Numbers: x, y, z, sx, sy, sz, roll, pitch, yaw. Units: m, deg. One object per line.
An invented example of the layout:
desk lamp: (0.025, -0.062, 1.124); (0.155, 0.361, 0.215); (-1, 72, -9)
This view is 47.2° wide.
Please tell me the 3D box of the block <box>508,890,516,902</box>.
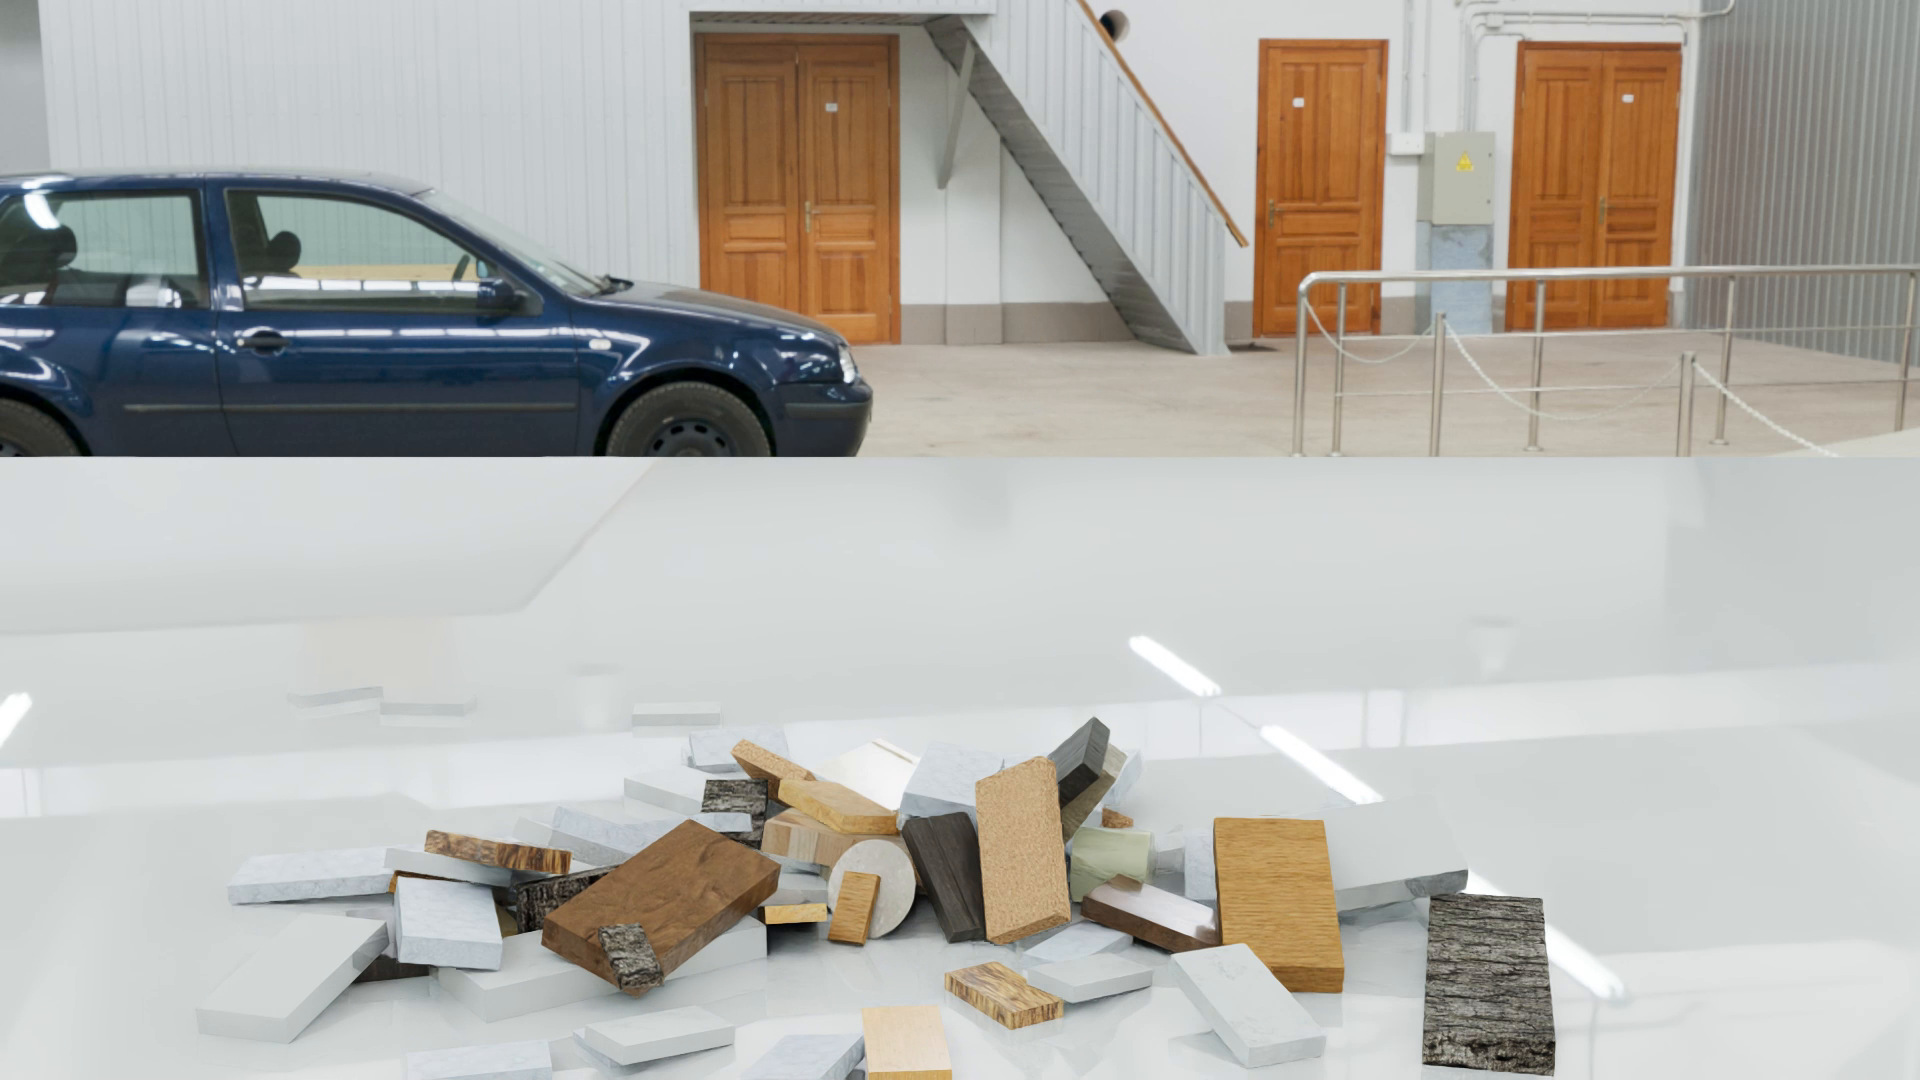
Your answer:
block: (-0.666, 0.570, 3.552); (0.113, 0.016, 0.057); (2, 11, 11)

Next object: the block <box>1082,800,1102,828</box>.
block: (0.087, 0.465, 3.873); (0.322, 0.046, 0.161); (9, 1, 2)

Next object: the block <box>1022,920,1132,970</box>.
block: (0.182, 0.630, 3.384); (0.090, 0.025, 0.179); (7, 13, 34)

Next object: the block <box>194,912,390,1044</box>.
block: (-0.968, 0.634, 3.205); (0.142, 0.040, 0.284); (3, 19, 15)

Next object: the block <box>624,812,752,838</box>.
block: (-0.488, 0.501, 3.800); (0.228, 0.032, 0.114); (-11, -12, 26)

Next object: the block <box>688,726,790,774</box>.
block: (-0.440, 0.419, 4.394); (0.189, 0.027, 0.095); (-3, 41, -15)

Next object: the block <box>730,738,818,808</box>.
block: (-0.319, 0.453, 4.067); (0.036, 0.129, 0.257); (-45, 30, -19)

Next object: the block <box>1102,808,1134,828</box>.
block: (0.274, 0.513, 4.050); (0.045, 0.013, 0.090); (-7, 13, -32)

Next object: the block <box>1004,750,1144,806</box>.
block: (0.148, 0.448, 4.116); (0.356, 0.046, 0.161); (-5, 14, 24)

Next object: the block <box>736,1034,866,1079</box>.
block: (-0.207, 0.696, 2.902); (0.110, 0.031, 0.220); (-3, 1, 12)

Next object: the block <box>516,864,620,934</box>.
block: (-0.518, 0.568, 3.474); (0.370, 0.113, 0.032); (-7, 10, -32)

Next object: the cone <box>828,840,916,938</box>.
cone: (-0.107, 0.576, 3.554); (0.157, 0.157, 0.157); (6, -15, 28)

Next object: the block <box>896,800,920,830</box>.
block: (-0.070, 0.471, 3.694); (0.069, 0.020, 0.139); (33, 10, -4)

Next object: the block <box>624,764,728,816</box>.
block: (-0.505, 0.479, 4.166); (0.257, 0.036, 0.129); (10, 14, 42)

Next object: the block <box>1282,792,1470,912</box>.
block: (0.622, 0.513, 3.551); (0.349, 0.049, 0.175); (-8, 38, -5)

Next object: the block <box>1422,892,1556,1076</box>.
block: (0.778, 0.643, 3.249); (0.175, 0.049, 0.575); (2, 11, 13)

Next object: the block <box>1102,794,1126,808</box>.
block: (0.259, 0.490, 4.161); (0.063, 0.018, 0.125); (5, 12, 27)

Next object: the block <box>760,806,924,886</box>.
block: (-0.134, 0.518, 3.694); (0.358, 0.051, 0.179); (10, 5, 13)

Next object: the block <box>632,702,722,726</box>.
block: (-0.610, 0.376, 4.750); (0.186, 0.026, 0.093); (-1, 11, -4)

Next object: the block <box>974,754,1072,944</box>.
block: (0.097, 0.487, 3.461); (0.135, 0.269, 0.038); (-26, -38, 30)

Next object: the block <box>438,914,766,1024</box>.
block: (-0.537, 0.627, 3.329); (0.458, 0.051, 0.179); (-7, 13, -34)

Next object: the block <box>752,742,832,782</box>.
block: (-0.287, 0.461, 4.119); (0.026, 0.093, 0.368); (-46, 30, -18)

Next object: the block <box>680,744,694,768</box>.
block: (-0.464, 0.431, 4.452); (0.189, 0.027, 0.095); (-3, 11, -15)

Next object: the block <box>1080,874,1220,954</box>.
block: (0.324, 0.595, 3.444); (0.240, 0.034, 0.120); (17, 17, 28)

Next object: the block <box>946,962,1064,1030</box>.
block: (0.063, 0.663, 3.207); (0.090, 0.025, 0.179); (-6, 12, -31)

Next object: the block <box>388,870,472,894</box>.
block: (-0.839, 0.551, 3.489); (0.123, 0.017, 0.062); (11, 7, -8)

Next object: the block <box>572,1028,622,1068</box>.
block: (-0.485, 0.698, 3.042); (0.057, 0.016, 0.113); (-8, 13, -35)

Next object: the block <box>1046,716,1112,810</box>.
block: (0.136, 0.414, 3.612); (0.038, 0.269, 0.135); (40, 29, -11)

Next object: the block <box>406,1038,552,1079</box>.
block: (-0.645, 0.710, 2.952); (0.187, 0.027, 0.094); (-3, 11, -14)

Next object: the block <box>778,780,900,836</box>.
block: (-0.207, 0.458, 3.770); (0.114, 0.032, 0.239); (6, 5, -32)

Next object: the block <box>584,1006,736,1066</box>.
block: (-0.413, 0.682, 3.033); (0.187, 0.027, 0.094); (0, 8, -44)

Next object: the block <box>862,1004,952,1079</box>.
block: (-0.075, 0.696, 3.013); (0.110, 0.031, 0.220); (-1, 11, -5)

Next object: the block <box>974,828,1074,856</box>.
block: (0.122, 0.513, 3.803); (0.244, 0.034, 0.120); (9, -4, -4)
